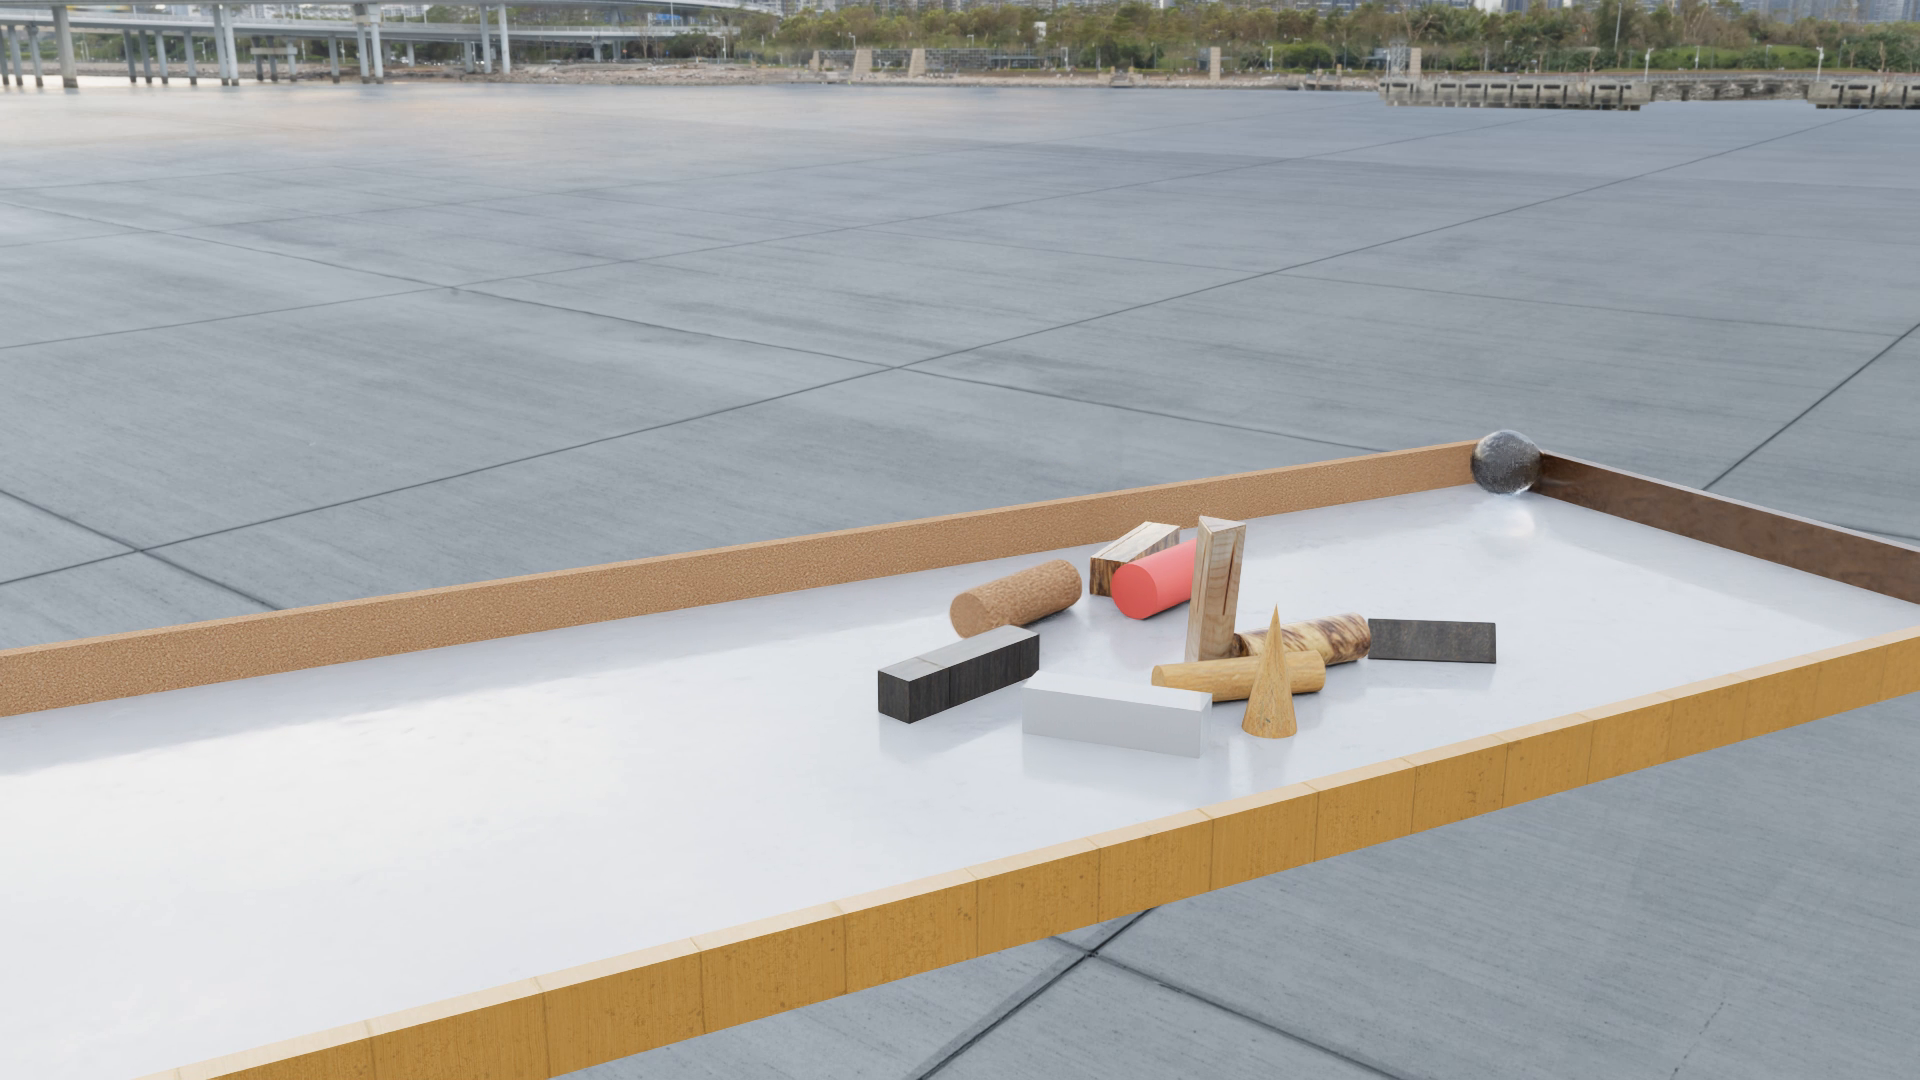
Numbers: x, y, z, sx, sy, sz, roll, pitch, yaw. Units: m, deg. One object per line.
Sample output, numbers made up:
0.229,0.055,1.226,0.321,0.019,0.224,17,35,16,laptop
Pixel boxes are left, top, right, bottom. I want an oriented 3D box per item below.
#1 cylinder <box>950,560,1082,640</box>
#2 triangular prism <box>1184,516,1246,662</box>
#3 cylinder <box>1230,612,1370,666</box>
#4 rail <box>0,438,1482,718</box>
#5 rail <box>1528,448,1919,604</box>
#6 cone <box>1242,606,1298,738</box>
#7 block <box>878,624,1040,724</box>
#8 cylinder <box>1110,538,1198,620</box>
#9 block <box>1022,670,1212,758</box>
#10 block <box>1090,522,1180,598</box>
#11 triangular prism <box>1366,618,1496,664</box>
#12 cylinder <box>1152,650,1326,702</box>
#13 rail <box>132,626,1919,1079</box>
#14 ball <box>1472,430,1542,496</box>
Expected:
0.159,0.166,4.546,0.138,0.138,0.405,14,21,39,cylinder
0.611,0.151,4.090,0.116,0.417,0.100,-12,25,-36,triangular prism
0.861,0.271,4.214,0.372,0.123,0.123,-8,18,-24,cylinder
-3.305,0.497,3.399,12.000,0.150,0.050,-9,18,-27,rail
2.466,-0.048,5.253,0.050,0.150,2.100,-9,18,-27,rail
0.724,0.291,3.816,0.129,0.309,0.129,0,16,0,cone
0.003,0.325,4.059,0.108,0.108,0.460,15,22,42,block
0.598,0.107,4.710,0.159,0.159,0.347,14,21,39,cylinder
0.360,0.399,3.795,0.418,0.114,0.114,6,17,20,block
0.529,0.057,4.959,0.113,0.113,0.429,9,18,27,block
1.230,0.254,4.317,0.325,0.093,0.107,2,17,6,triangular prism
0.680,0.338,4.026,0.415,0.102,0.102,-4,17,-14,cylinder
-2.336,1.006,1.665,12.000,0.150,0.050,-9,18,-27,rail
1.943,-0.274,5.869,0.236,0.236,0.236,0,16,0,ball
